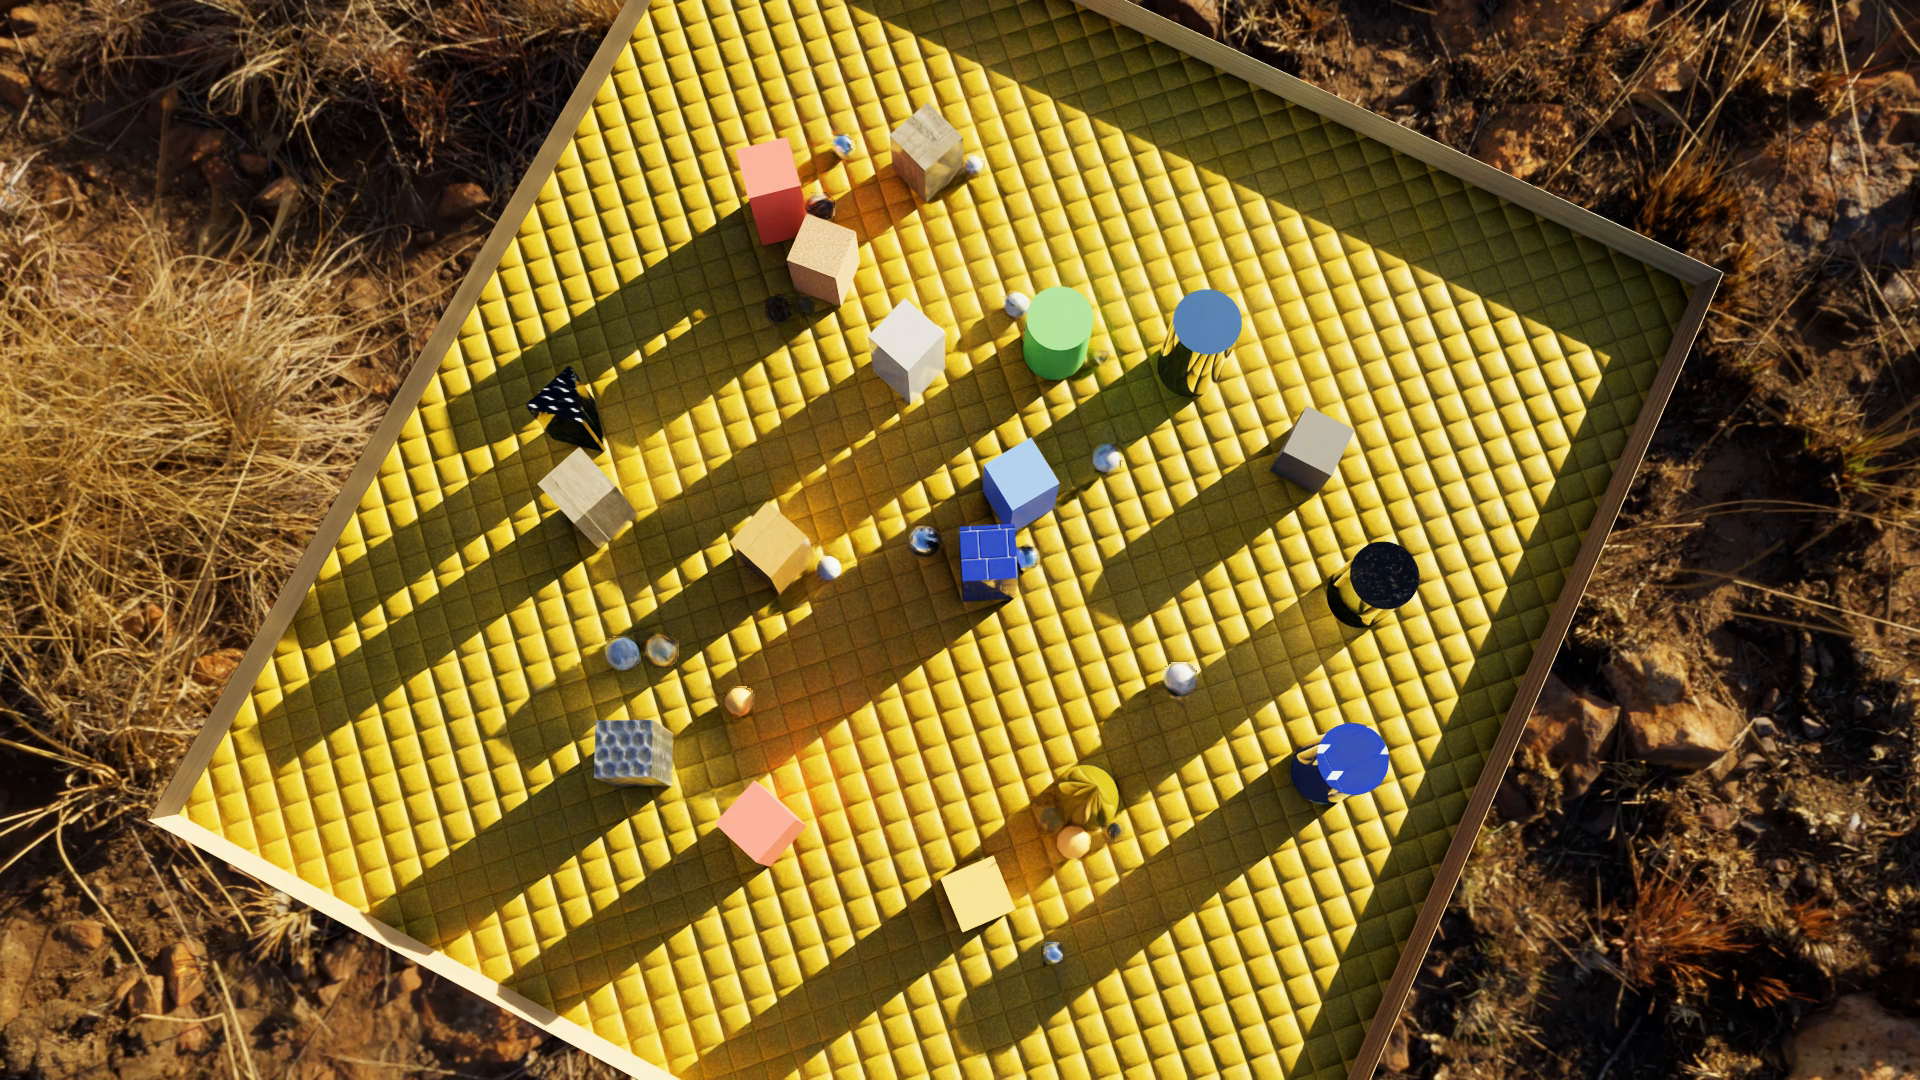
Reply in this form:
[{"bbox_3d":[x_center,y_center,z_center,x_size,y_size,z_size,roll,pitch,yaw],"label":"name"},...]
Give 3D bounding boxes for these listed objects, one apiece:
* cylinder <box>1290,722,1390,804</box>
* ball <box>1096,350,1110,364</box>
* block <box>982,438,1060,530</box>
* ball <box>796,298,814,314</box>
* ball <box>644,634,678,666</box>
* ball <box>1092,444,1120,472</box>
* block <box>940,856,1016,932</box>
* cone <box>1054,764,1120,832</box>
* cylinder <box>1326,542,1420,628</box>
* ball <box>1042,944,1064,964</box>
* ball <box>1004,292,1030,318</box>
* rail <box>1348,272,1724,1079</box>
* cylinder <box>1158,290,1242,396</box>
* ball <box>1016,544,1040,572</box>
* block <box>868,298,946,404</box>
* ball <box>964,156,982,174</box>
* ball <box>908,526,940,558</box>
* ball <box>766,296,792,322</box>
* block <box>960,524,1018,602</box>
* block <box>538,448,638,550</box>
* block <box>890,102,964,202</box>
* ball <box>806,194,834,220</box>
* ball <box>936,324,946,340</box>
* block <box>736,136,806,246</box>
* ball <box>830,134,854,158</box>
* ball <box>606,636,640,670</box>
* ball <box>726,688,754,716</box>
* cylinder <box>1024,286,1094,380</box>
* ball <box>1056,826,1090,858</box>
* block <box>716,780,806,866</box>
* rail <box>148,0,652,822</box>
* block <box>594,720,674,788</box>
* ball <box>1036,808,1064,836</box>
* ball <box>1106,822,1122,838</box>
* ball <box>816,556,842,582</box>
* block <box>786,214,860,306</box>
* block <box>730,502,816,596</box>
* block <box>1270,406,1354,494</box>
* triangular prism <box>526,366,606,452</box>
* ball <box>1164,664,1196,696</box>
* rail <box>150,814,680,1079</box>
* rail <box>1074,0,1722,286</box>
[{"bbox_3d":[1.087,0.647,5.271,0.200,0.414,0.200,0,78,0],"label":"cylinder"},{"bbox_3d":[0.444,-0.572,5.713,0.044,0.044,0.044,0,78,0],"label":"ball"},{"bbox_3d":[0.179,-0.157,5.475,0.160,0.342,0.160,-30,80,-6],"label":"block"},{"bbox_3d":[-0.486,-0.734,5.741,0.053,0.053,0.053,0,78,0],"label":"ball"},{"bbox_3d":[-0.897,0.330,5.498,0.098,0.098,0.098,0,78,0],"label":"ball"},{"bbox_3d":[0.449,-0.252,5.625,0.086,0.086,0.086,0,78,0],"label":"ball"},{"bbox_3d":[0.050,1.014,5.239,0.160,0.329,0.160,-22,79,-4],"label":"block"},{"bbox_3d":[0.378,0.720,5.234,0.200,0.457,0.200,0,78,0],"label":"cone"},{"bbox_3d":[1.217,0.136,5.416,0.200,0.339,0.200,0,78,0],"label":"cylinder"},{"bbox_3d":[0.270,1.205,5.336,0.061,0.061,0.061,0,78,0],"label":"ball"},{"bbox_3d":[0.178,-0.736,5.729,0.078,0.078,0.078,0,78,0],"label":"ball"},{"bbox_3d":[1.530,0.756,5.393,0.045,0.130,3.606,26,80,5],"label":"rail"},{"bbox_3d":[0.717,-0.587,5.516,0.200,0.435,0.200,0,78,0],"label":"cylinder"},{"bbox_3d":[0.202,0.054,5.563,0.084,0.084,0.084,0,78,0],"label":"ball"},{"bbox_3d":[-0.158,-0.568,5.554,0.160,0.353,0.160,42,81,8],"label":"block"},{"bbox_3d":[0.043,-1.192,5.830,0.058,0.058,0.058,0,78,0],"label":"ball"},{"bbox_3d":[-0.107,0.004,5.566,0.097,0.097,0.097,0,78,0],"label":"ball"},{"bbox_3d":[-0.565,-0.719,5.724,0.080,0.080,0.080,0,78,0],"label":"ball"},{"bbox_3d":[0.082,0.070,5.427,0.160,0.342,0.160,-3,78,-1],"label":"block"},{"bbox_3d":[-1.100,-0.119,5.445,0.160,0.384,0.160,-43,81,-8],"label":"block"},{"bbox_3d":[-0.103,-1.210,5.736,0.160,0.258,0.160,-43,81,-8],"label":"block"},{"bbox_3d":[-0.444,-1.048,5.789,0.088,0.088,0.088,0,78,0],"label":"ball"},{"bbox_3d":[-0.083,-0.634,5.708,0.078,0.078,0.078,0,78,0],"label":"ball"},{"bbox_3d":[-0.570,-1.068,5.639,0.160,0.390,0.160,-15,79,-3],"label":"block"},{"bbox_3d":[-0.374,-1.257,5.838,0.076,0.076,0.076,0,78,0],"label":"ball"},{"bbox_3d":[-1.013,0.341,5.495,0.100,0.100,0.100,0,78,0],"label":"ball"},{"bbox_3d":[-0.659,0.483,5.474,0.083,0.083,0.083,0,78,0],"label":"ball"},{"bbox_3d":[0.297,-0.628,5.591,0.200,0.304,0.200,0,78,0],"label":"cylinder"},{"bbox_3d":[0.332,0.887,5.383,0.098,0.098,0.098,0,78,0],"label":"ball"},{"bbox_3d":[-0.566,0.817,5.256,0.160,0.375,0.160,42,81,8],"label":"block"},{"bbox_3d":[-1.530,-0.742,5.703,0.045,0.130,3.606,26,80,5],"label":"rail"},{"bbox_3d":[-0.939,0.620,5.296,0.160,0.377,0.160,-1,78,0],"label":"block"},{"bbox_3d":[0.266,0.828,5.396,0.082,0.082,0.082,0,78,0],"label":"ball"},{"bbox_3d":[0.457,0.858,5.415,0.046,0.046,0.046,0,78,0],"label":"ball"},{"bbox_3d":[-0.398,0.088,5.560,0.075,0.075,0.075,0,78,0],"label":"ball"},{"bbox_3d":[-0.419,-0.862,5.660,0.160,0.264,0.160,21,79,4],"label":"block"},{"bbox_3d":[-0.554,0.029,5.456,0.160,0.304,0.160,41,81,8],"label":"block"},{"bbox_3d":[1.065,-0.271,5.550,0.160,0.240,0.160,28,80,5],"label":"block"},{"bbox_3d":[-1.161,-0.402,5.520,0.173,0.352,0.150,15,79,3],"label":"triangular prism"},{"bbox_3d":[0.658,0.419,5.480,0.097,0.097,0.097,0,78,0],"label":"ball"},{"bbox_3d":[-0.796,1.565,5.225,3.468,0.130,0.045,26,80,5],"label":"rail"},{"bbox_3d":[0.796,-1.552,5.871,3.468,0.130,0.045,26,80,5],"label":"rail"}]
